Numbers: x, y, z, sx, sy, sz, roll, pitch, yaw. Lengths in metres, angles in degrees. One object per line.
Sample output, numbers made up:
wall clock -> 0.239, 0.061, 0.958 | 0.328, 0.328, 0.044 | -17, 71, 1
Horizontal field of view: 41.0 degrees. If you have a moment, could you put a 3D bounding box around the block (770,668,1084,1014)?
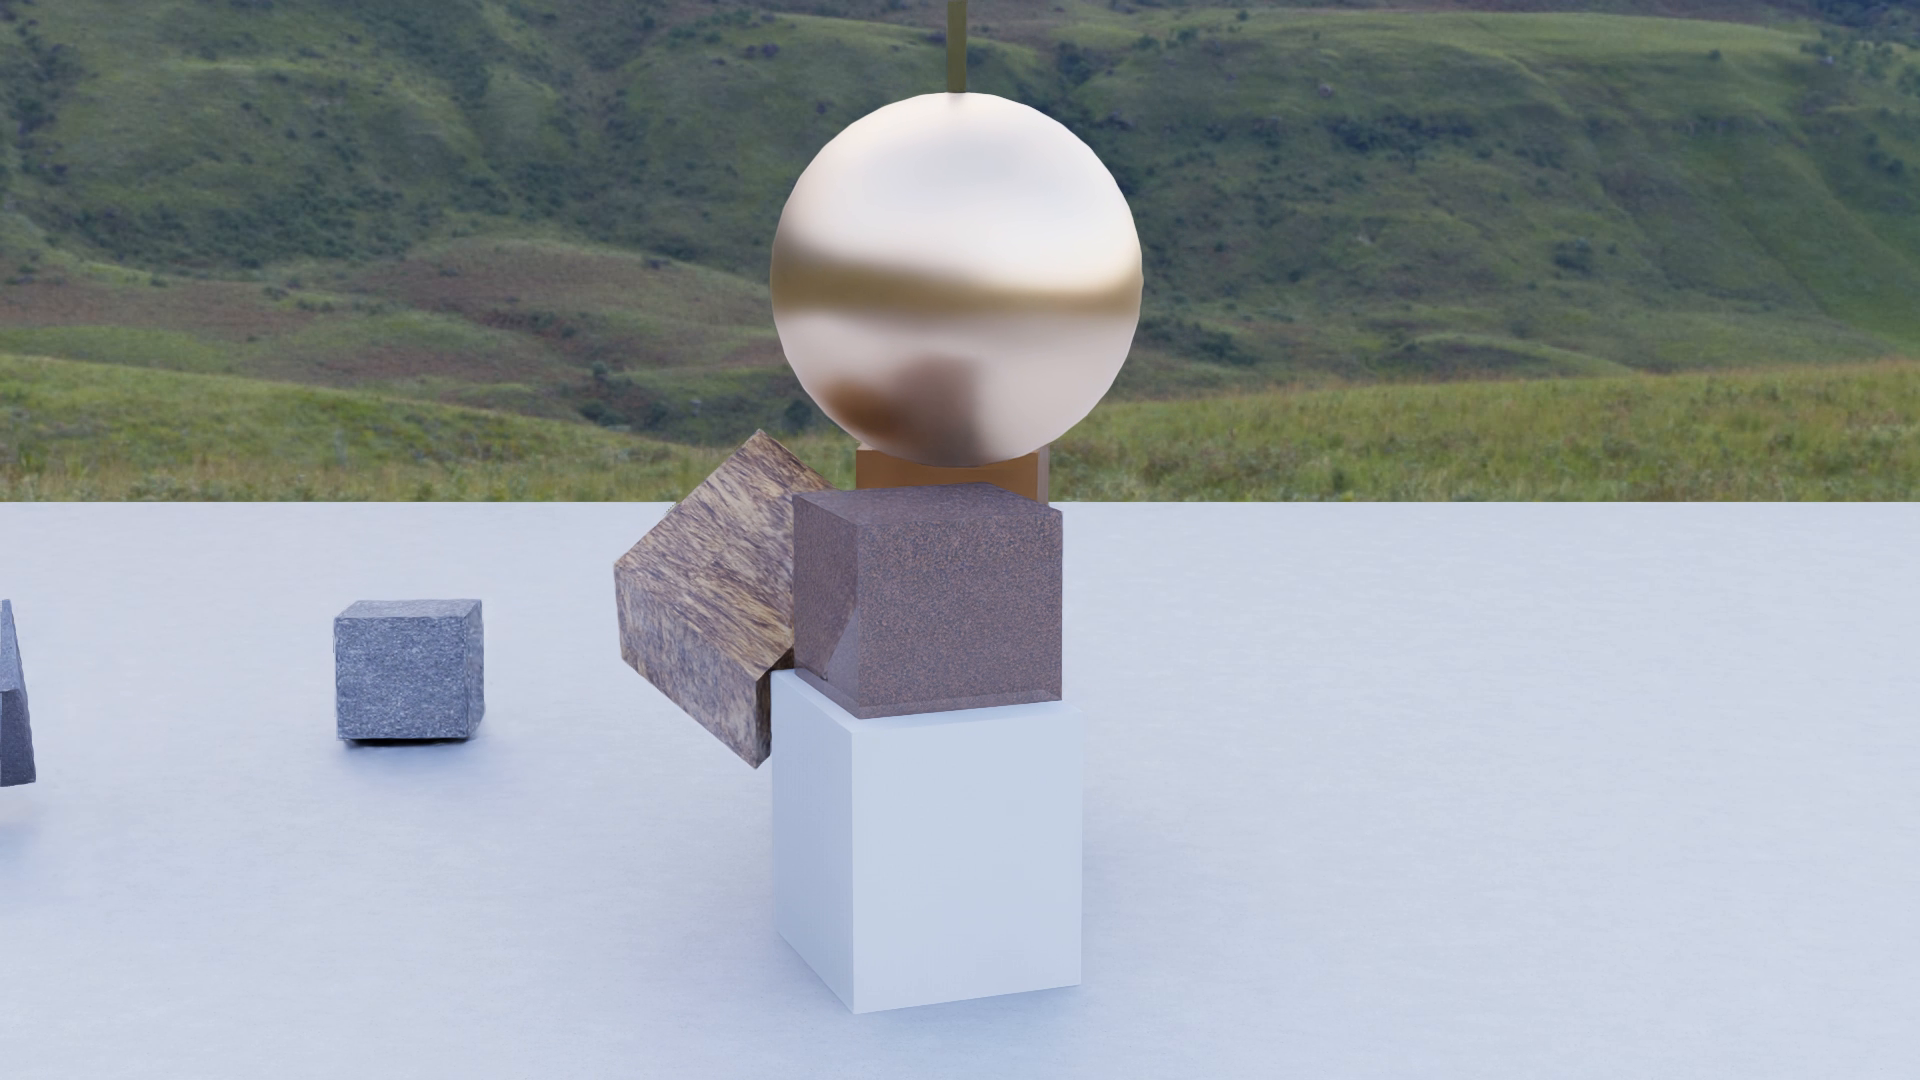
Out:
block -> -0.152, 1.135, 10.258 | 0.932, 1.096, 1.074 | -4, 11, -20

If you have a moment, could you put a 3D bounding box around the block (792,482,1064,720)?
block -> -0.137, 0.219, 10.148 | 0.837, 0.746, 0.795 | -4, 11, -21

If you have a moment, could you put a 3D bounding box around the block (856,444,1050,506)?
block -> -0.023, -0.033, 12.349 | 0.847, 0.920, 0.828 | 1, 10, 6

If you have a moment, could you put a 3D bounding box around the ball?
ball -> -0.015, -1.107, 10.979 | 1.600, 1.600, 1.600 | 0, 10, 0

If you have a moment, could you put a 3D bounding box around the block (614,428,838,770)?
block -> -0.876, 0.263, 11.126 | 0.803, 0.885, 0.905 | 38, 64, 16

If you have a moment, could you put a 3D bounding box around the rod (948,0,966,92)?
rod -> -0.006, -4.452, 10.371 | 0.080, 5.200, 0.080 | 0, 10, 0

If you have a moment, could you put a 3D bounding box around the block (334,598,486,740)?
block -> -2.960, 0.687, 13.851 | 0.681, 0.644, 0.700 | -1, 6, -3

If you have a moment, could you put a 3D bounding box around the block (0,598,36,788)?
block -> -4.753, 0.760, 12.130 | 0.617, 0.703, 0.562 | -8, 49, -19
